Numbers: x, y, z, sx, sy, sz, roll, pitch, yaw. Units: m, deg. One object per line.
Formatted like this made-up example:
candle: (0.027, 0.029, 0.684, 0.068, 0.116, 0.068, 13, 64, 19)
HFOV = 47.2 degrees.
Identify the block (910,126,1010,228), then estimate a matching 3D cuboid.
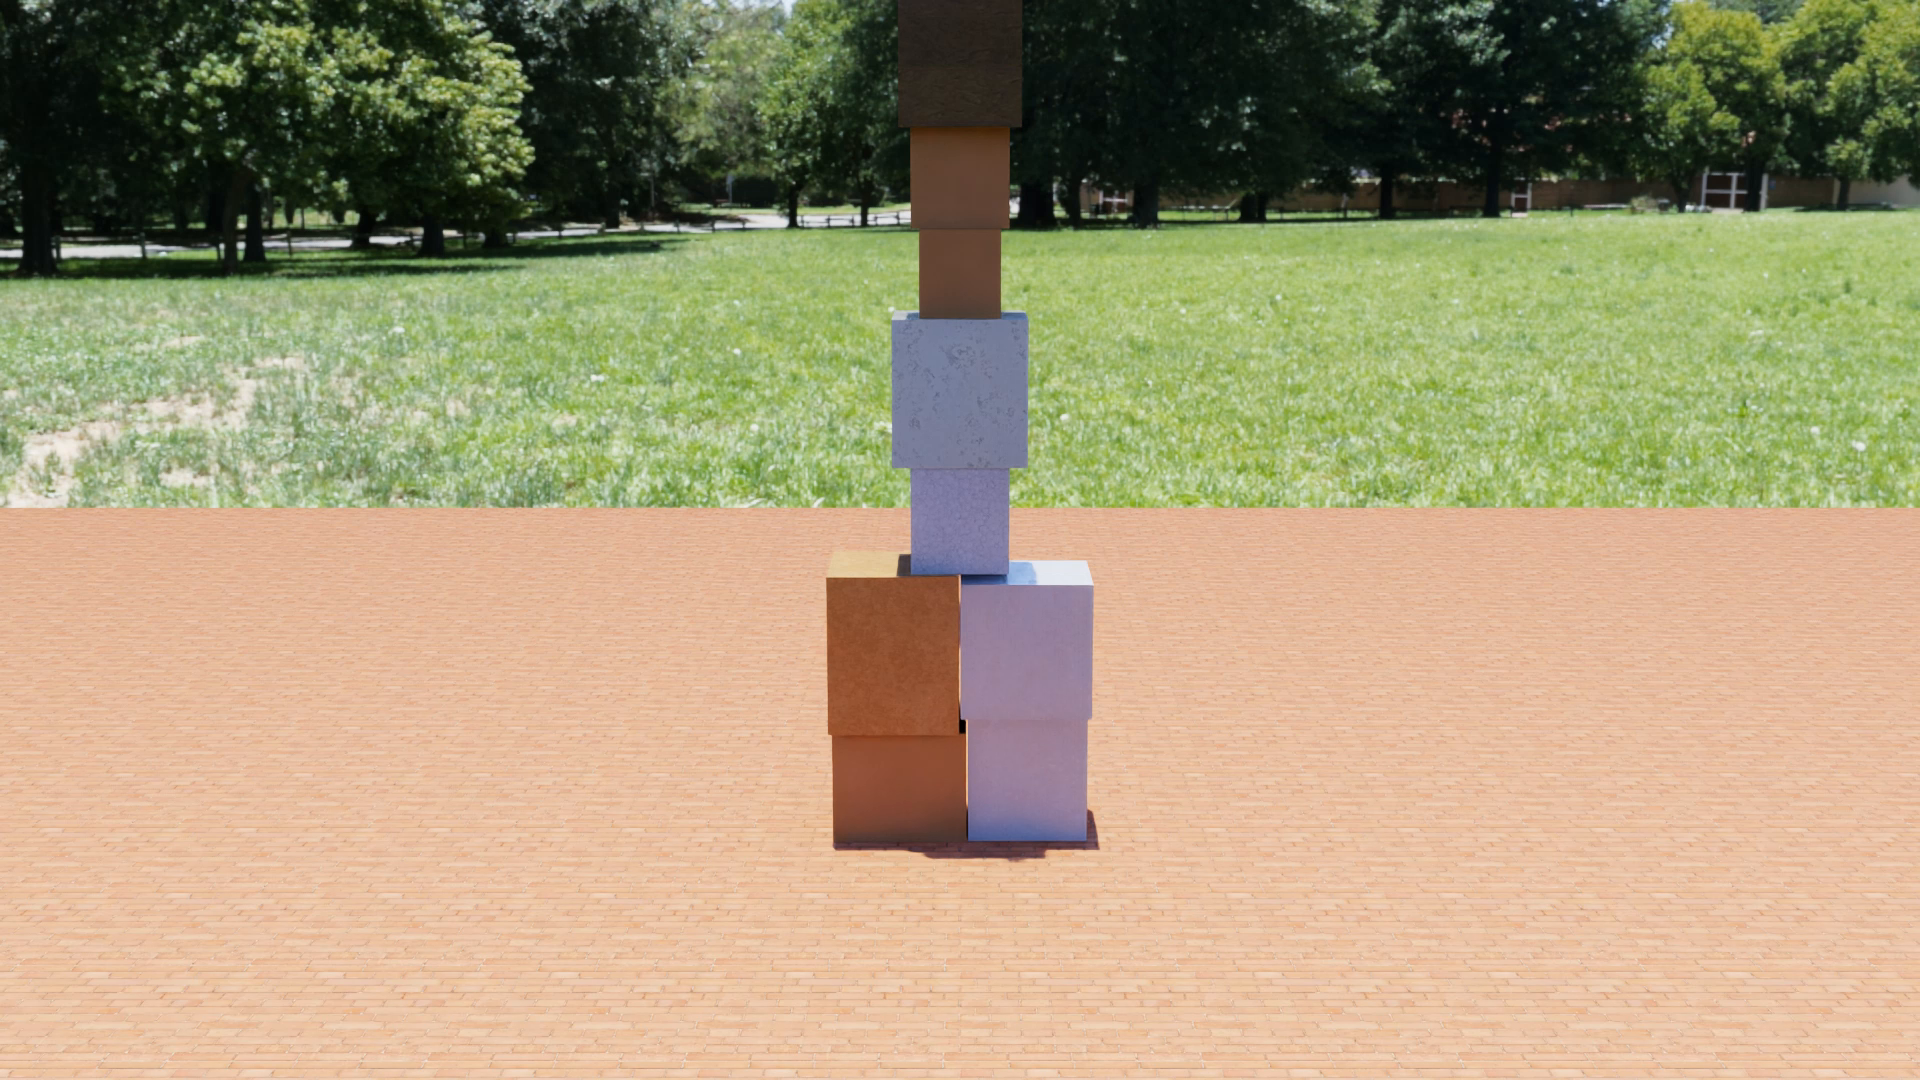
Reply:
block: (0.001, -1.793, 10.871, 0.480, 0.487, 0.410, 0, 10, 0)

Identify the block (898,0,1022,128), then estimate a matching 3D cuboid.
block: (0.001, -2.336, 10.743, 0.591, 0.627, 0.524, 0, 10, 0)

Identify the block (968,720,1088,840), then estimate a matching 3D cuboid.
block: (0.342, 1.157, 11.387, 0.601, 0.650, 0.575, 0, 10, 0)

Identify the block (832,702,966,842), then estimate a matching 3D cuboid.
block: (-0.306, 1.195, 11.403, 0.674, 0.570, 0.641, 0, 10, 0)

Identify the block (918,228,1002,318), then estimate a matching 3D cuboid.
block: (0.000, -1.336, 10.936, 0.400, 0.436, 0.449, 0, 10, 0)

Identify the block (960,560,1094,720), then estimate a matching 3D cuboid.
block: (0.333, 0.503, 11.252, 0.658, 0.686, 0.644, 0, 10, 0)

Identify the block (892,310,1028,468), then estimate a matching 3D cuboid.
block: (0.000, -0.766, 11.055, 0.669, 0.729, 0.601, 0, 10, 0)

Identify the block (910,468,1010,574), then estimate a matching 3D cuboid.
block: (0.000, -0.142, 11.160, 0.488, 0.535, 0.559, 0, 10, 0)

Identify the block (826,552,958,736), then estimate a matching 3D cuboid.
block: (-0.334, 0.519, 11.274, 0.655, 0.806, 0.690, 0, 10, 0)
